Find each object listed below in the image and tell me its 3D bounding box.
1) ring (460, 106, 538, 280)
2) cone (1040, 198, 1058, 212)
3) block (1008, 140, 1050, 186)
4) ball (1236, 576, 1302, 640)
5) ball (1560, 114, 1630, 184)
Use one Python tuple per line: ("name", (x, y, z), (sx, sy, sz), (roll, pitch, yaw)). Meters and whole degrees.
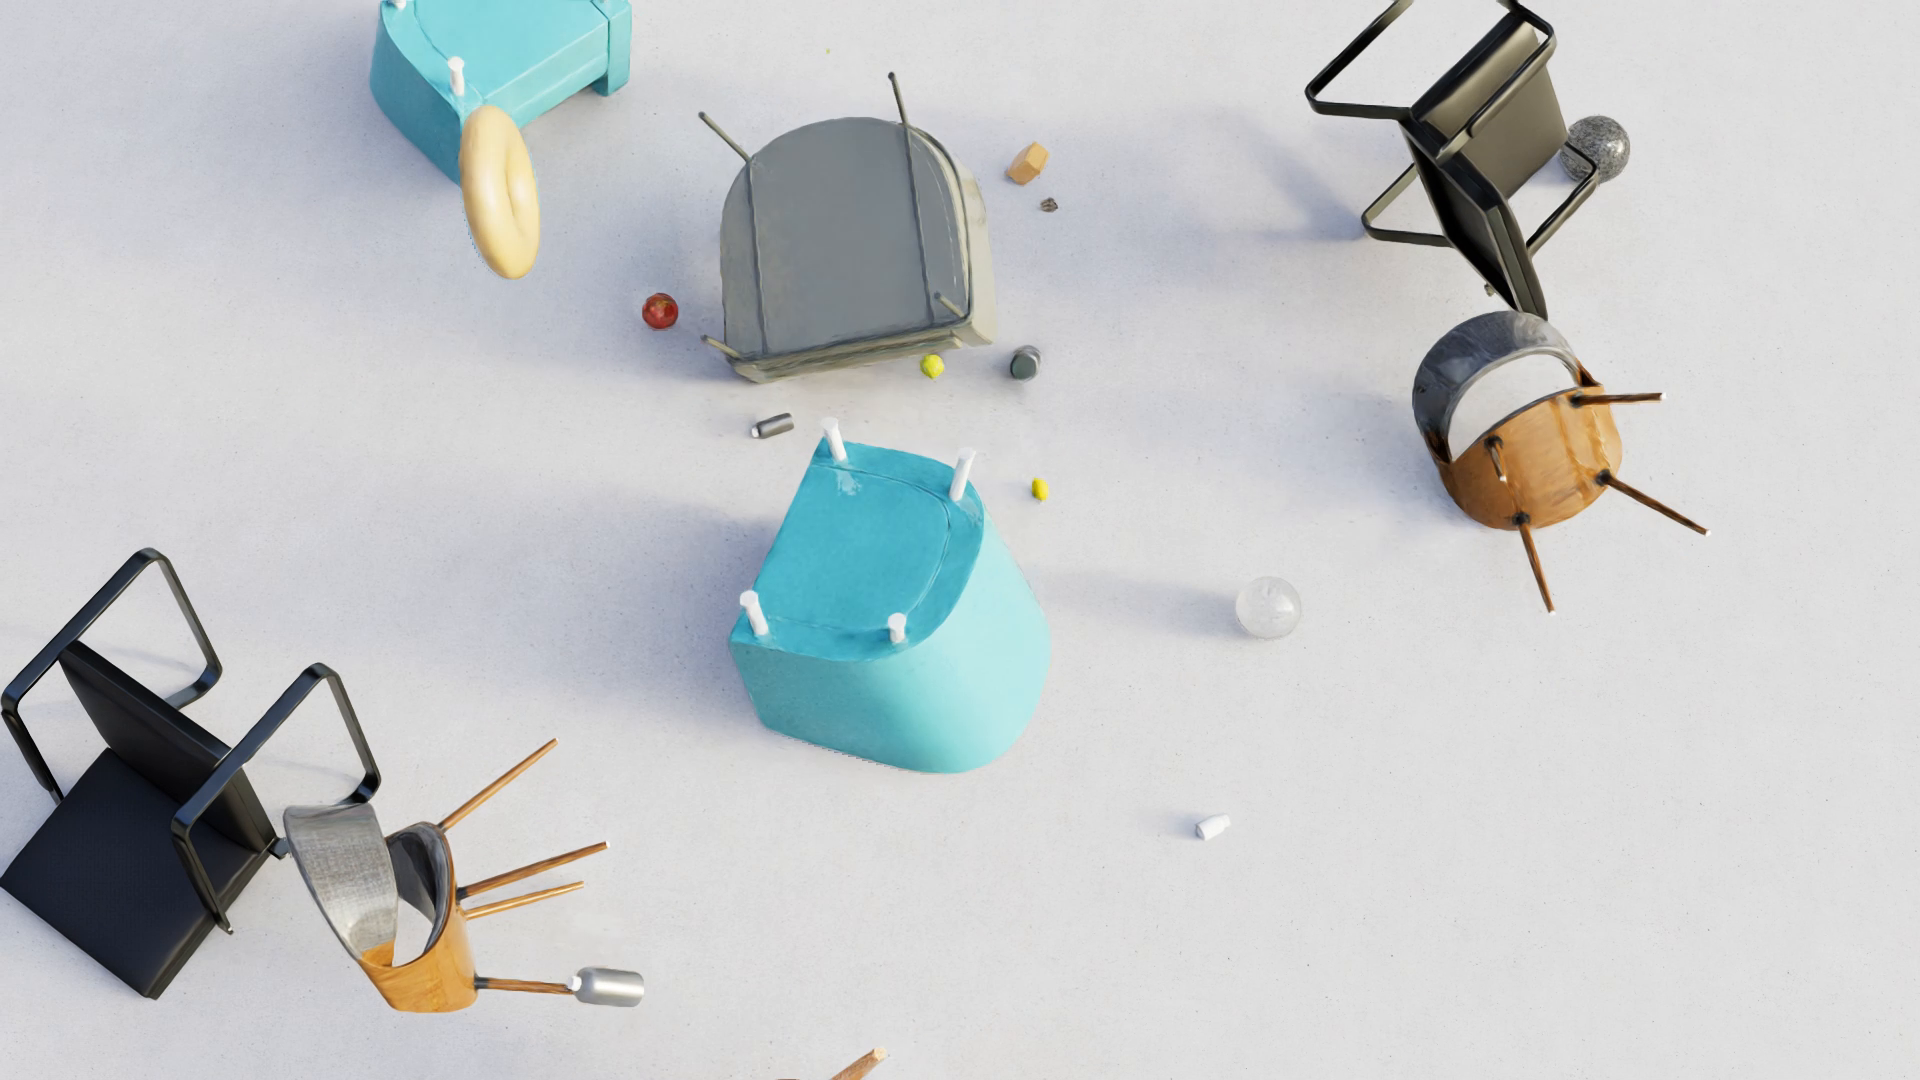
("ring", (-1.349, -1.020, 6.456), (0.125, 0.522, 0.506), (-7, 62, 4))
("cone", (0.298, -1.126, 7.316), (0.062, 0.047, 0.063), (13, 36, 1))
("block", (0.229, -1.255, 7.337), (0.069, 0.111, 0.094), (37, 57, -18))
("ball", (0.889, 0.196, 6.329), (0.188, 0.188, 0.188), (0, 56, 0))
("ball", (2.109, -1.296, 7.305), (0.229, 0.229, 0.229), (0, 56, 0))
